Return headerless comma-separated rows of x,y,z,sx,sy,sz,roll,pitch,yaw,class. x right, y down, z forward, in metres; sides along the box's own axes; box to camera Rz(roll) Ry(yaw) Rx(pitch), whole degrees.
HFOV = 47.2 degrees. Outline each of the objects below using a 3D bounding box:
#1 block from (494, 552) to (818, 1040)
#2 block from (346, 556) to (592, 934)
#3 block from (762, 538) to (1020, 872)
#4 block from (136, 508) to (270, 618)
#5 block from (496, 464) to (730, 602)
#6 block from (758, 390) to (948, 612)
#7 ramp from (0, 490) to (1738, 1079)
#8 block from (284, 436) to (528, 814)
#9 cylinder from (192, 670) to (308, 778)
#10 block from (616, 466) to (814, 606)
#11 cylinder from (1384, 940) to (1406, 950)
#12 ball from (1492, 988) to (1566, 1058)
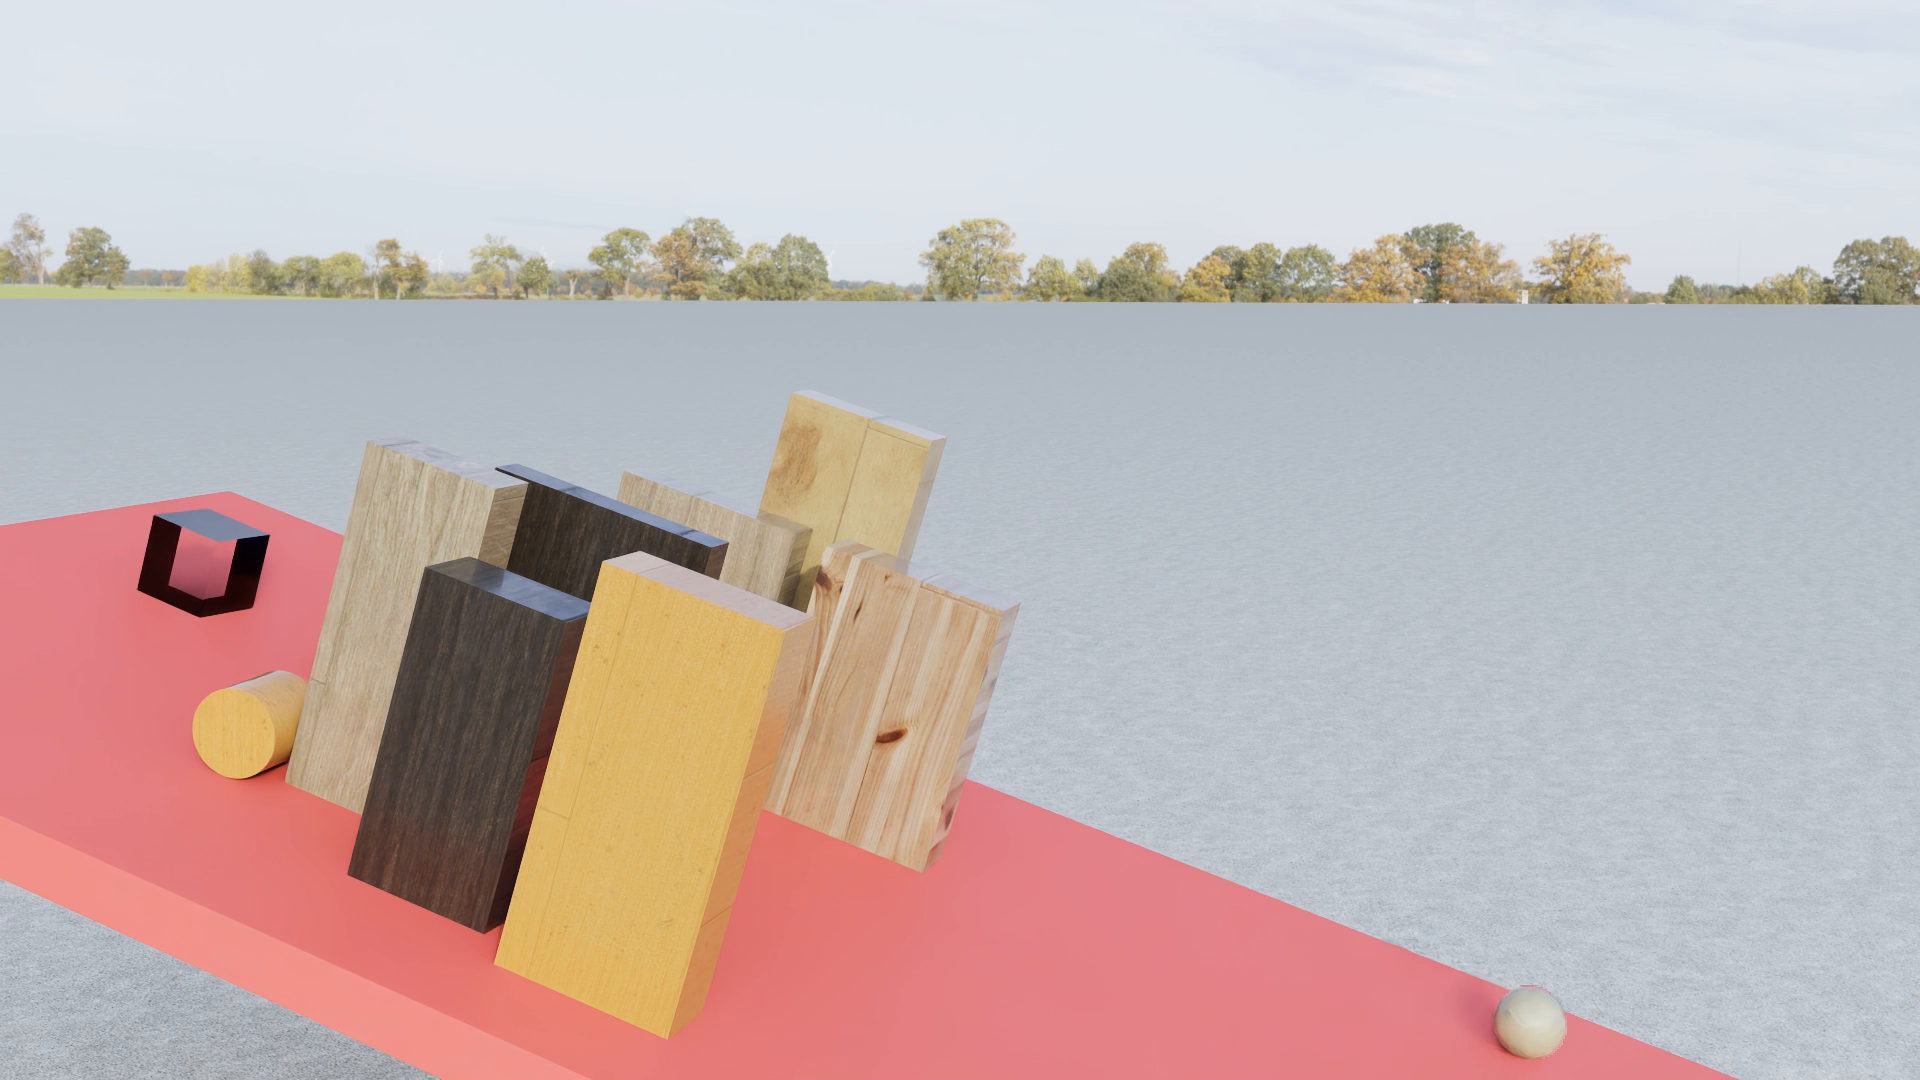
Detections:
-0.483,0.399,3.470,0.315,0.688,0.134,20,12,14,block
-0.802,0.337,3.651,0.266,0.550,0.144,20,12,14,block
-0.155,0.337,4.518,0.393,0.571,0.128,20,12,14,block
-1.636,0.048,4.758,0.172,0.172,0.172,21,12,18,block
-0.722,0.231,4.056,0.445,0.631,0.081,20,12,14,block
-0.310,0.087,4.945,0.339,0.779,0.114,20,12,14,block
-0.363,0.693,4.230,4.000,0.100,2.000,20,12,14,ramp
-0.990,0.168,3.925,0.259,0.650,0.119,20,12,14,block
-1.268,0.332,3.975,0.164,0.164,0.164,2,8,13,cylinder
-0.607,0.148,4.921,0.428,0.506,0.101,20,12,14,block
1.122,1.107,5.687,0.118,0.118,0.118,-3,7,-21,cylinder
1.152,0.978,4.452,0.142,0.142,0.142,0,7,0,ball
